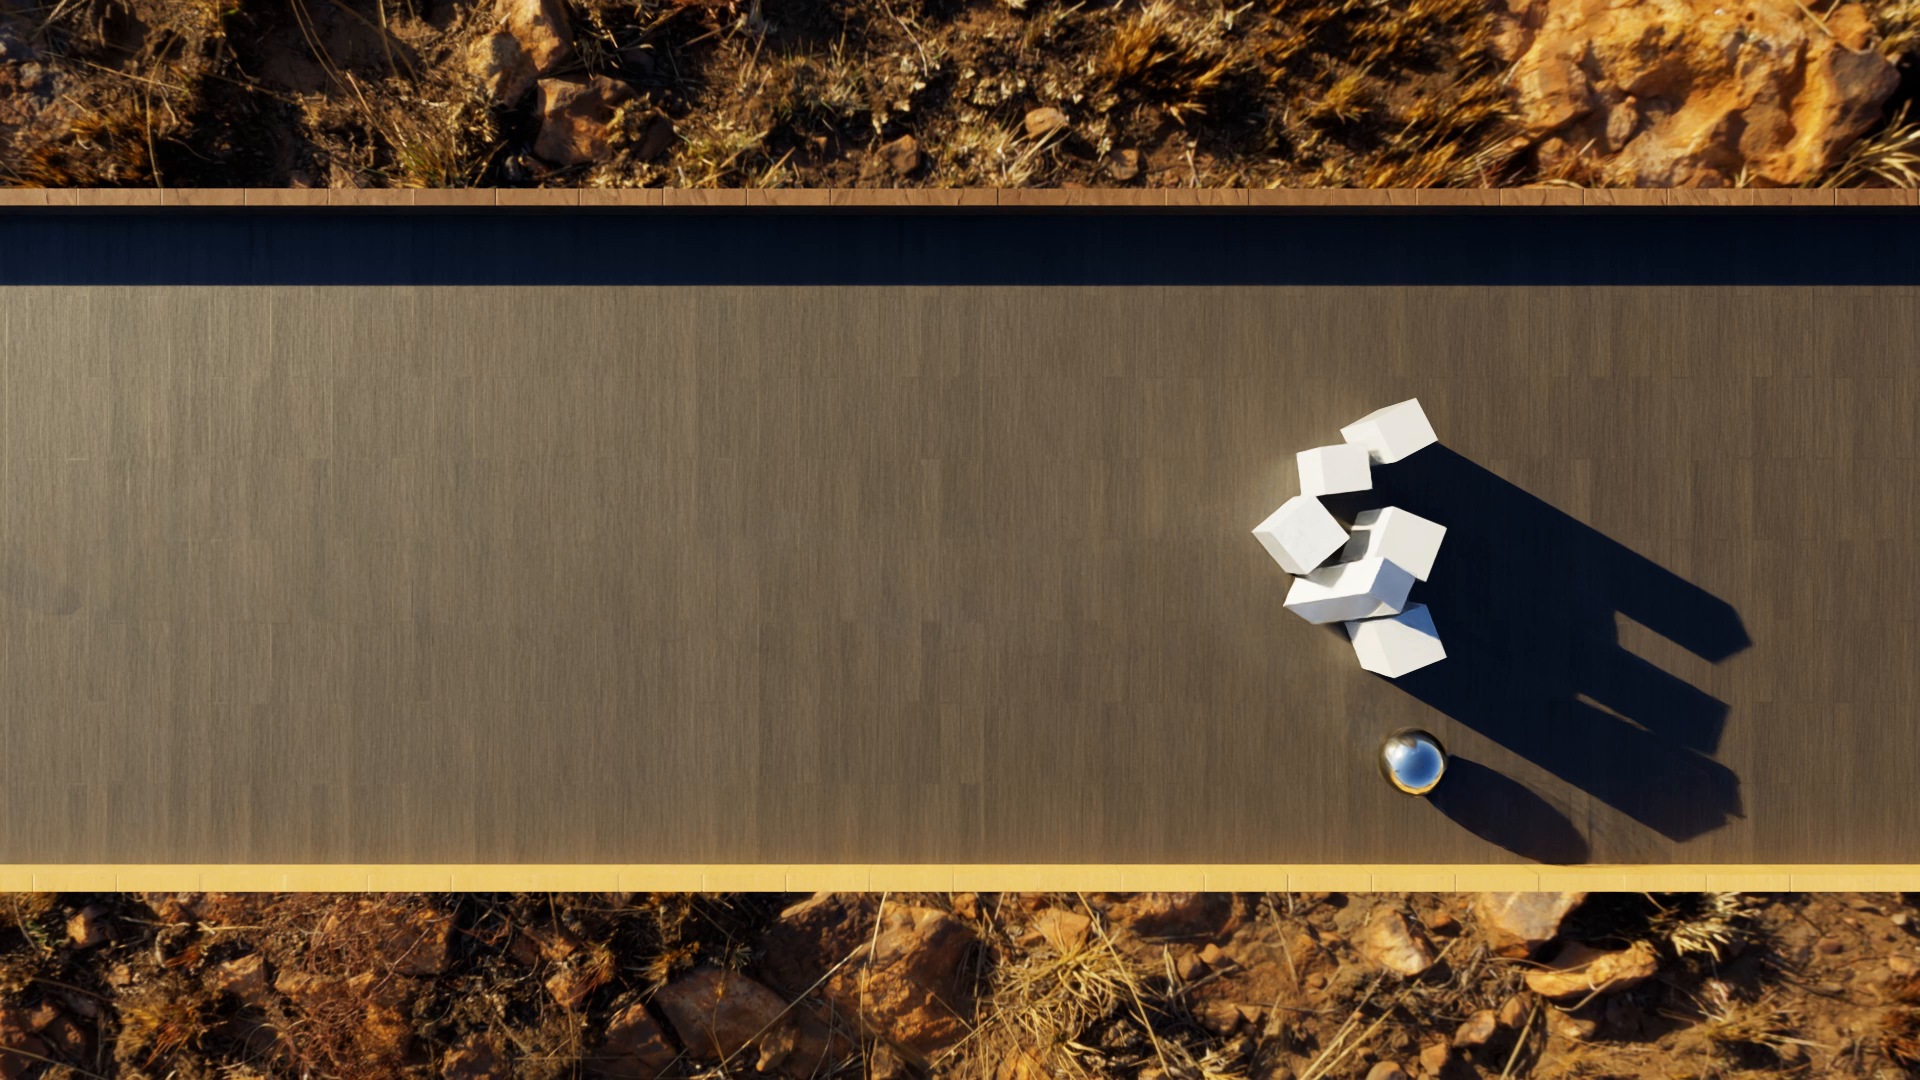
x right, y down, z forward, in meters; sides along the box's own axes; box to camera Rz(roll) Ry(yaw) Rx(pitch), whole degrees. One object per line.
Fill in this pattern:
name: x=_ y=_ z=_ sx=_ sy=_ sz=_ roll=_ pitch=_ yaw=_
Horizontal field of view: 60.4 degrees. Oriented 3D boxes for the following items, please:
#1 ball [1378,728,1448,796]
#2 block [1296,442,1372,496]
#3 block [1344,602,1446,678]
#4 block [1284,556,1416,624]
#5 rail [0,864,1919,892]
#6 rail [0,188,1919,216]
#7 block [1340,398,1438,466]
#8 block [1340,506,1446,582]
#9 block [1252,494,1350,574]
ball: x=1.366 y=0.669 z=4.967 sx=0.204 sy=0.204 sz=0.204 roll=0 pitch=90 yaw=0
block: x=1.113 y=-0.208 z=4.917 sx=0.137 sy=0.319 sz=0.137 roll=-7 pitch=90 yaw=0
block: x=1.284 y=0.289 z=4.890 sx=0.162 sy=0.372 sz=0.162 roll=-21 pitch=90 yaw=0
block: x=1.135 y=0.152 z=4.837 sx=0.117 sy=0.450 sz=0.117 roll=32 pitch=74 yaw=-14
rail: x=-2.247 y=1.025 z=5.001 sx=12.000 sy=0.150 sz=0.050 roll=0 pitch=90 yaw=0
rail: x=-2.247 y=-1.025 z=5.002 sx=12.000 sy=0.150 sz=0.050 roll=0 pitch=90 yaw=0
block: x=1.260 y=-0.311 z=4.868 sx=0.134 sy=0.416 sz=0.134 roll=-28 pitch=90 yaw=0
block: x=1.277 y=0.016 z=4.886 sx=0.164 sy=0.374 sz=0.164 roll=22 pitch=88 yaw=-1
block: x=1.013 y=-0.015 z=4.922 sx=0.164 sy=0.309 sz=0.164 roll=-40 pitch=90 yaw=0
